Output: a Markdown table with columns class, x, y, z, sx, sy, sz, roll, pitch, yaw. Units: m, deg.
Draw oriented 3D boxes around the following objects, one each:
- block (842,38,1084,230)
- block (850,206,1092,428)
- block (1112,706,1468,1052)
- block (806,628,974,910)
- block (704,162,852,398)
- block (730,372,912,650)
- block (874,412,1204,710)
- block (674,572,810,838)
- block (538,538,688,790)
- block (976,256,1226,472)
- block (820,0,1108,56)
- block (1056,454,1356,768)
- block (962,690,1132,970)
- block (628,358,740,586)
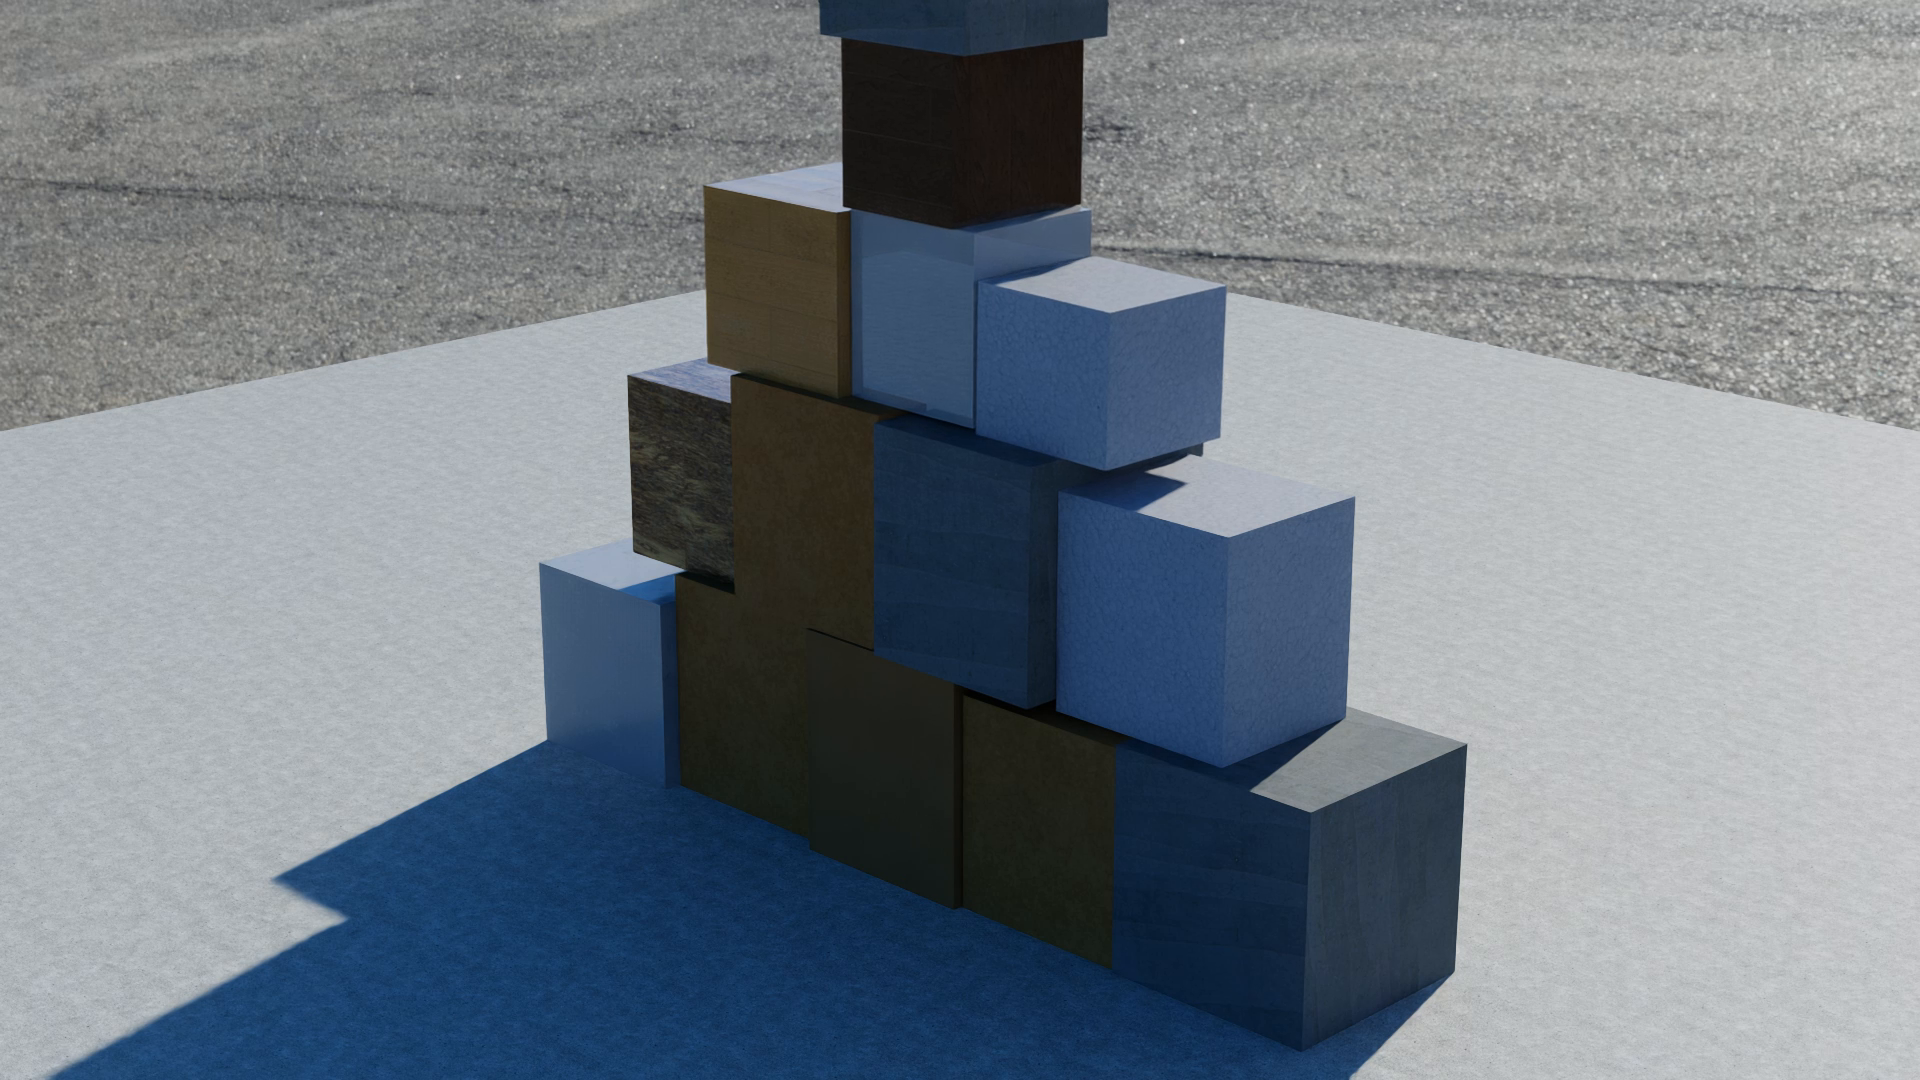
| class | x | y | z | sx | sy | sz | roll | pitch | yaw |
| --- | --- | --- | --- | --- | --- | --- | --- | --- | --- |
| block | 0.011 | -1.822 | 12.759 | 0.797 | 0.744 | 0.681 | -17 | 24 | -42 |
| block | 0.047 | -1.043 | 12.943 | 0.730 | 0.853 | 0.760 | -17 | 24 | -42 |
| block | 1.377 | 1.345 | 12.332 | 1.040 | 1.040 | 1.028 | -17 | 24 | -42 |
| block | 0.009 | 0.916 | 13.606 | 1.061 | 1.093 | 0.958 | -17 | 24 | -42 |
| block | -0.526 | -1.223 | 13.526 | 0.935 | 0.837 | 0.894 | -17 | 24 | -42 |
| block | -0.347 | -0.234 | 13.604 | 1.014 | 1.095 | 0.984 | -17 | 24 | -42 |
| block | 0.344 | -0.012 | 12.951 | 1.101 | 1.070 | 0.943 | -17 | 25 | -42 |
| block | -0.703 | 0.704 | 14.274 | 0.885 | 1.097 | 1.021 | -17 | 24 | -42 |
| block | -1.401 | 0.556 | 14.977 | 1.089 | 0.959 | 0.956 | -17 | 24 | -42 |
| block | 0.596 | -0.764 | 12.457 | 0.730 | 0.668 | 0.751 | -17 | 25 | -42 |
| block | 0.018 | -2.622 | 12.507 | 0.876 | 0.933 | 0.879 | -17 | 24 | -42 |
| block | 1.027 | 0.274 | 12.365 | 0.817 | 0.983 | 0.927 | -17 | 24 | -42 |
| block | 0.692 | 1.149 | 12.999 | 1.016 | 1.014 | 0.905 | -17 | 24 | -42 |
| block | -1.010 | -0.355 | 14.308 | 0.783 | 0.903 | 0.928 | -17 | 24 | -42 |
